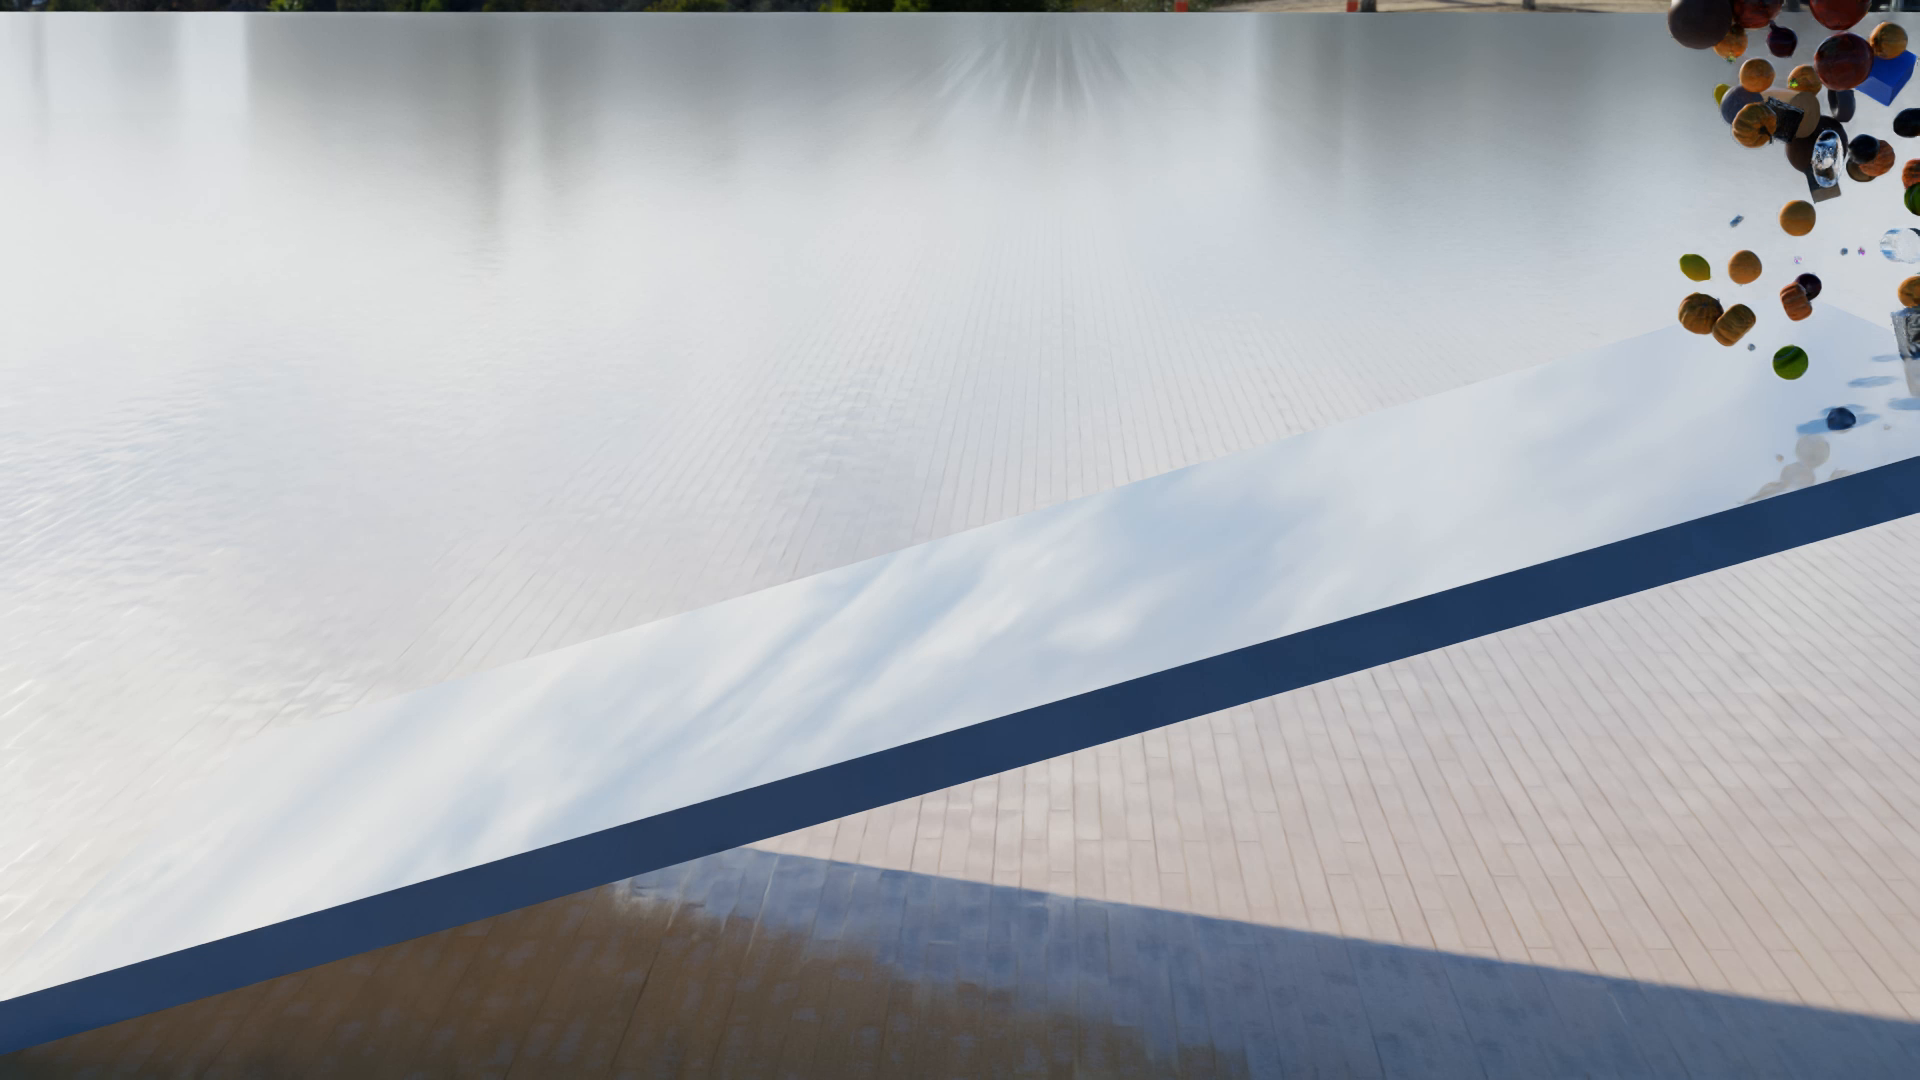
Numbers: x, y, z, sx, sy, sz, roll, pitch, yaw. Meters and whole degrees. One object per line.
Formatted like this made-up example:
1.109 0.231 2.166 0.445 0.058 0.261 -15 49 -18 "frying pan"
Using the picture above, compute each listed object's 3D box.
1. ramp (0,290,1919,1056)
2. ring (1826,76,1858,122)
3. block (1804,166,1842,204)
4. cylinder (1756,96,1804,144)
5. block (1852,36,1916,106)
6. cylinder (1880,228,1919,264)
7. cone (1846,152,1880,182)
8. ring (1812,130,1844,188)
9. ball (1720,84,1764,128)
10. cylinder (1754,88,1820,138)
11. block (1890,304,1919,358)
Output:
0.093 0.186 6.318 4.000 0.100 2.000 -16 10 5 "ramp"
1.846 -0.924 6.159 0.034 0.101 0.101 -22 13 -3 "ring"
1.810 -0.751 6.168 0.058 0.058 0.058 -15 -26 19 "block"
1.688 -0.864 6.057 0.073 0.073 0.073 28 20 18 "cylinder"
1.832 -0.930 5.831 0.084 0.084 0.084 36 -9 20 "block"
1.938 -0.605 6.036 0.071 0.071 0.071 -1 7 -7 "cylinder"
1.890 -0.791 6.135 0.070 0.070 0.070 1 -16 7 "cone"
1.703 -0.748 5.769 0.037 0.112 0.112 10 15 33 "ring"
1.621 -0.900 6.096 0.088 0.088 0.088 0 11 0 "ball"
1.728 -0.893 6.153 0.098 0.098 0.098 -6 15 -30 "cylinder"
1.963 -0.429 6.001 0.087 0.087 0.087 -16 9 5 "block"
